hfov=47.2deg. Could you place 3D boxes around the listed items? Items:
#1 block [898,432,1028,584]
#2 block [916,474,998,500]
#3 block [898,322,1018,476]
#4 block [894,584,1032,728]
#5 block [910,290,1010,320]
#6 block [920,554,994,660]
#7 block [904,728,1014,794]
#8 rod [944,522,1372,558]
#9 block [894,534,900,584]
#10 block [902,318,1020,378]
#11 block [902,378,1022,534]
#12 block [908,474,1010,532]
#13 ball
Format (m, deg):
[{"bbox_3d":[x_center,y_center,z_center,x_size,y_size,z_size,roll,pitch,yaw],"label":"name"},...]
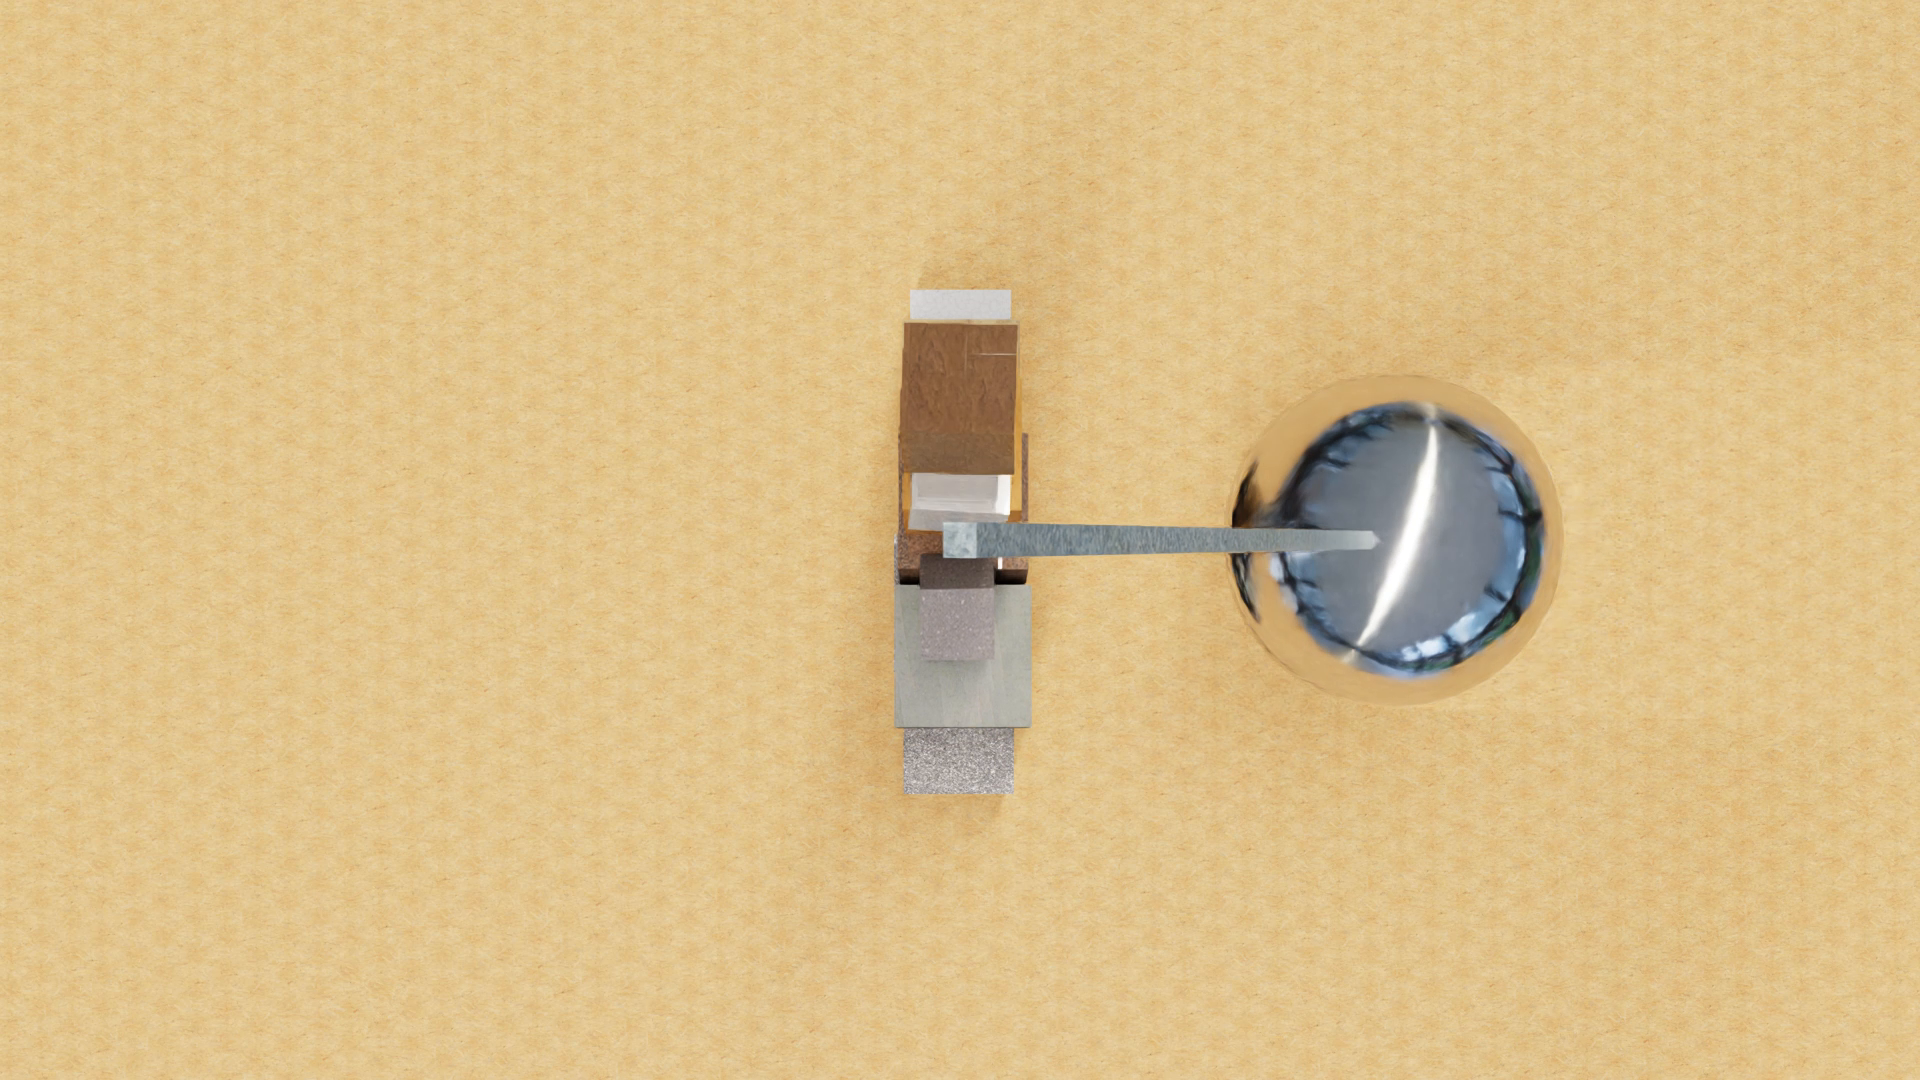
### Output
[{"bbox_3d":[0.017,-0.138,11.906,0.683,0.767,0.729,0,79,0],"label":"block"},{"bbox_3d":[-0.007,-0.469,10.234,0.373,0.430,0.441,2,73,1],"label":"block"},{"bbox_3d":[0.001,-0.622,9.782,0.497,0.490,0.515,1,70,2],"label":"block"},{"bbox_3d":[0.017,0.642,11.920,0.722,0.650,0.749,0,85,0],"label":"block"},{"bbox_3d":[0.003,-1.101,12.709,0.569,0.583,0.625,0,90,0],"label":"block"},{"bbox_3d":[-0.014,0.343,11.353,0.378,0.368,0.416,-1,118,0],"label":"block"},{"bbox_3d":[-0.007,1.080,12.618,0.615,0.763,0.668,0,90,0],"label":"block"},{"bbox_3d":[0.899,0.000,7.363,0.080,5.200,0.080,0,90,20],"label":"rod"},{"bbox_3d":[-0.010,0.351,12.640,0.715,0.721,0.769,0,90,0],"label":"block"},{"bbox_3d":[0.003,-0.828,12.064,0.640,0.571,0.599,0,75,0],"label":"block"},{"bbox_3d":[0.013,-0.420,11.244,0.589,0.636,0.671,0,79,0],"label":"block"},{"bbox_3d":[-0.003,-0.313,10.663,0.466,0.417,0.464,3,77,-3],"label":"block"},{"bbox_3d":[2.074,0.000,10.554,1.600,1.600,1.600,0,90,0],"label":"ball"}]
